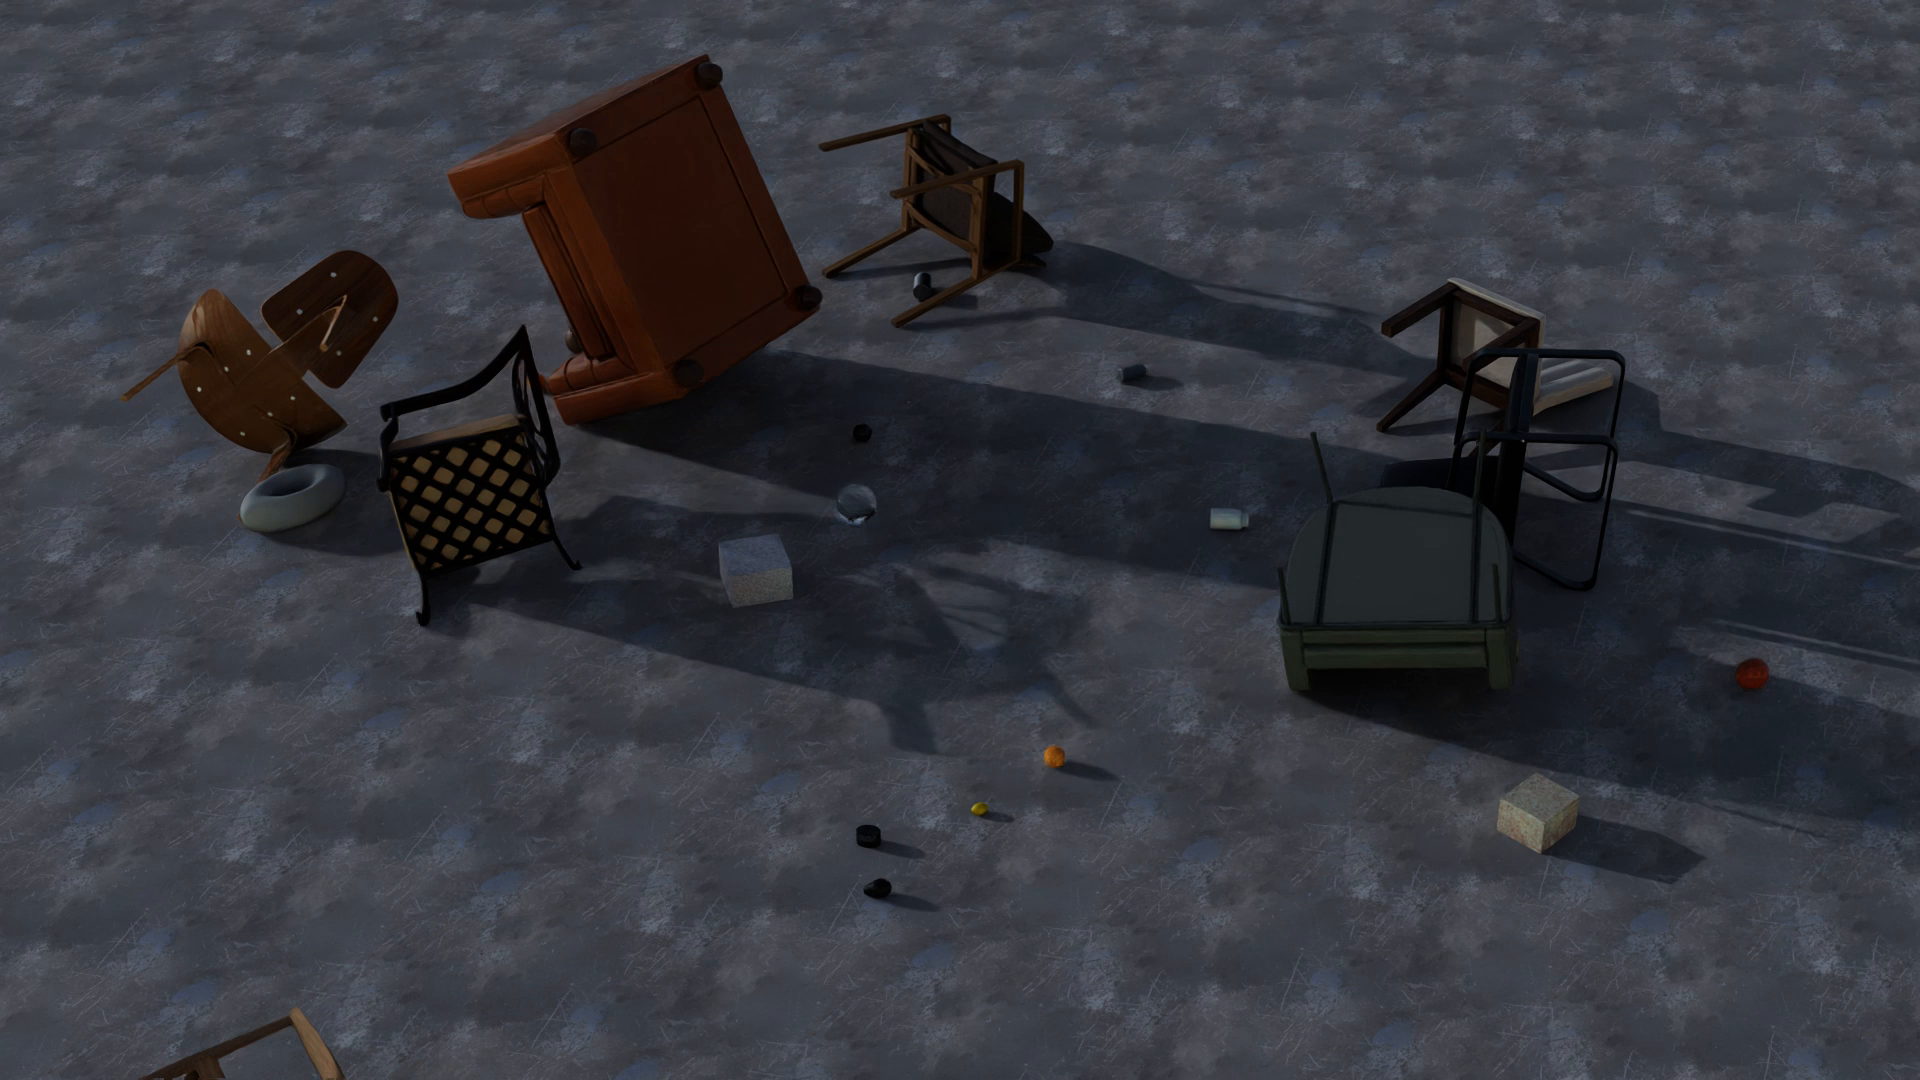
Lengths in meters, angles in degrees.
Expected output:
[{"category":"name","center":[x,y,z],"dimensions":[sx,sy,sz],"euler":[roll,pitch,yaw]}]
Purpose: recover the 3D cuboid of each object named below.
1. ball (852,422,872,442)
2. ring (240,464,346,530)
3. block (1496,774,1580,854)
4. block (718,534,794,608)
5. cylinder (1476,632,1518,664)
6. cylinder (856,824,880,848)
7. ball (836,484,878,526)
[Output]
[{"category":"ball","center":[-0.383,-0.422,11.518],"dimensions":[0.075,0.075,0.075],"euler":[0,33,0]},{"category":"ring","center":[-2.511,-0.161,11.051],"dimensions":[0.432,0.147,0.215],"euler":[-25,47,-31]},{"category":"block","center":[1.870,0.883,9.486],"dimensions":[0.191,0.130,0.174],"euler":[-28,43,-36]},{"category":"block","center":[-0.742,0.110,10.649],"dimensions":[0.223,0.141,0.226],"euler":[-9,34,-13]},{"category":"cylinder","center":[1.883,0.380,10.275],"dimensions":[0.136,0.103,0.109],"euler":[3,37,4]},{"category":"cylinder","center":[-0.295,0.955,9.451],"dimensions":[0.079,0.048,0.059],"euler":[6,34,9]},{"category":"ball","center":[-0.389,-0.134,11.004],"dimensions":[0.158,0.158,0.158],"euler":[0,33,0]}]
